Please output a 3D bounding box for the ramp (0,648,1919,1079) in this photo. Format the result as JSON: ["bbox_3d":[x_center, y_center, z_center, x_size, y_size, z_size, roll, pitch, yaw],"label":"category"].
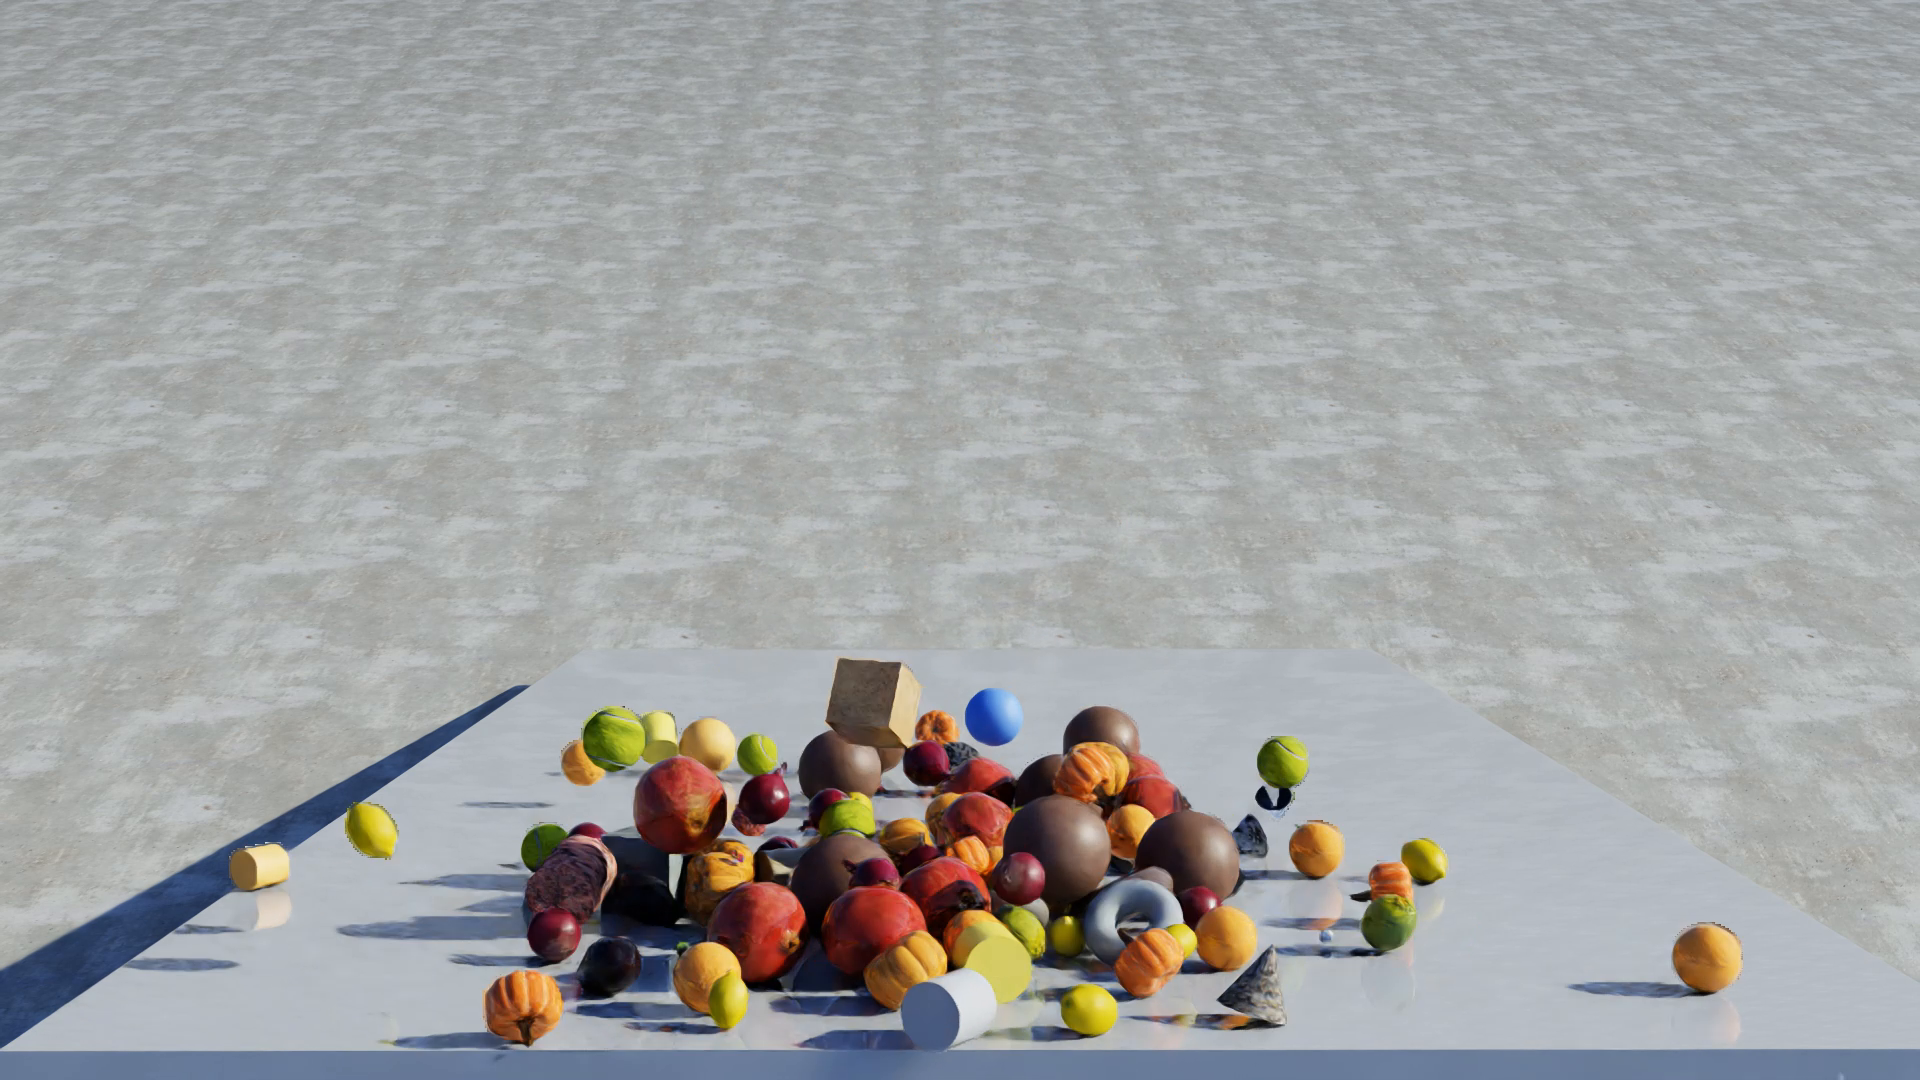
[{"bbox_3d":[0.049,0.440,4.532,2.000,0.100,4.000,0,3,0],"label":"ramp"}]

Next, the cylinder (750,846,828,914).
[{"bbox_3d":[-0.210,0.424,3.211,0.080,0.080,0.080,-2,20,-26],"label":"cylinder"}]

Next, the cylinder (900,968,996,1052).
[{"bbox_3d":[-0.011,0.467,2.555,0.069,0.069,0.069,13,10,31],"label":"cylinder"}]

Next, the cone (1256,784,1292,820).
[{"bbox_3d":[0.439,0.374,3.575,0.050,0.050,0.050,-7,41,6],"label":"cone"}]

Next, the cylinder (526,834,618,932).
[{"bbox_3d":[-0.471,0.416,3.117,0.086,0.086,0.086,5,21,12],"label":"cylinder"}]

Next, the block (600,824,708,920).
[{"bbox_3d":[-0.383,0.415,3.223,0.098,0.098,0.098,1,4,23],"label":"block"}]

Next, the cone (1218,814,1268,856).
[{"bbox_3d":[0.386,0.422,3.582,0.063,0.063,0.063,-20,26,-17],"label":"cone"}]

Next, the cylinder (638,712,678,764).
[{"bbox_3d":[-0.511,0.337,4.353,0.062,0.062,0.062,-4,43,-11],"label":"cylinder"}]

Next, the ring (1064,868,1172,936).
[{"bbox_3d":[0.189,0.432,3.070,0.141,0.047,0.141,-23,-7,-3],"label":"ring"}]

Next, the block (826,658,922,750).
[{"bbox_3d":[-0.111,0.212,3.320,0.087,0.087,0.087,3,-22,20],"label":"block"}]

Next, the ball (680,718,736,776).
[{"bbox_3d":[-0.429,0.351,4.367,0.097,0.097,0.097,0,21,0],"label":"ball"}]

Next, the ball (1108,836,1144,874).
[{"bbox_3d":[0.223,0.425,3.460,0.050,0.050,0.050,0,21,0],"label":"ball"}]

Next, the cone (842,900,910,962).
[{"bbox_3d":[-0.088,0.448,2.935,0.072,0.072,0.072,7,17,-24],"label":"cone"}]

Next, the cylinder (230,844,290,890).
[{"bbox_3d":[-0.917,0.429,3.366,0.053,0.053,0.053,14,12,33],"label":"cylinder"}]

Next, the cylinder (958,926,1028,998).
[{"bbox_3d":[0.034,0.453,2.756,0.073,0.073,0.073,-1,-7,-2],"label":"cylinder"}]

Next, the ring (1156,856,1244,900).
[{"bbox_3d":[0.307,0.438,3.325,0.121,0.040,0.121,0,4,0],"label":"ring"}]

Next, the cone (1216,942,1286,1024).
[{"bbox_3d":[0.311,0.449,2.642,0.074,0.074,0.074,18,0,0],"label":"cone"}]

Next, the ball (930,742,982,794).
[{"bbox_3d":[-0.006,0.368,4.150,0.086,0.086,0.086,0,21,0],"label":"ball"}]

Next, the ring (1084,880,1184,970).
[{"bbox_3d":[0.196,0.435,2.913,0.116,0.039,0.116,-8,46,8],"label":"ring"}]

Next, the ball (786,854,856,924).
[{"bbox_3d":[-0.170,0.426,3.139,0.085,0.085,0.085,0,21,0],"label":"ball"}]

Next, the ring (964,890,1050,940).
[{"bbox_3d":[0.054,0.439,3.007,0.101,0.101,0.034,0,58,-1],"label":"ring"}]

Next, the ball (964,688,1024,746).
[{"bbox_3d":[0.050,0.258,3.744,0.085,0.085,0.085,0,21,0],"label":"ball"}]
